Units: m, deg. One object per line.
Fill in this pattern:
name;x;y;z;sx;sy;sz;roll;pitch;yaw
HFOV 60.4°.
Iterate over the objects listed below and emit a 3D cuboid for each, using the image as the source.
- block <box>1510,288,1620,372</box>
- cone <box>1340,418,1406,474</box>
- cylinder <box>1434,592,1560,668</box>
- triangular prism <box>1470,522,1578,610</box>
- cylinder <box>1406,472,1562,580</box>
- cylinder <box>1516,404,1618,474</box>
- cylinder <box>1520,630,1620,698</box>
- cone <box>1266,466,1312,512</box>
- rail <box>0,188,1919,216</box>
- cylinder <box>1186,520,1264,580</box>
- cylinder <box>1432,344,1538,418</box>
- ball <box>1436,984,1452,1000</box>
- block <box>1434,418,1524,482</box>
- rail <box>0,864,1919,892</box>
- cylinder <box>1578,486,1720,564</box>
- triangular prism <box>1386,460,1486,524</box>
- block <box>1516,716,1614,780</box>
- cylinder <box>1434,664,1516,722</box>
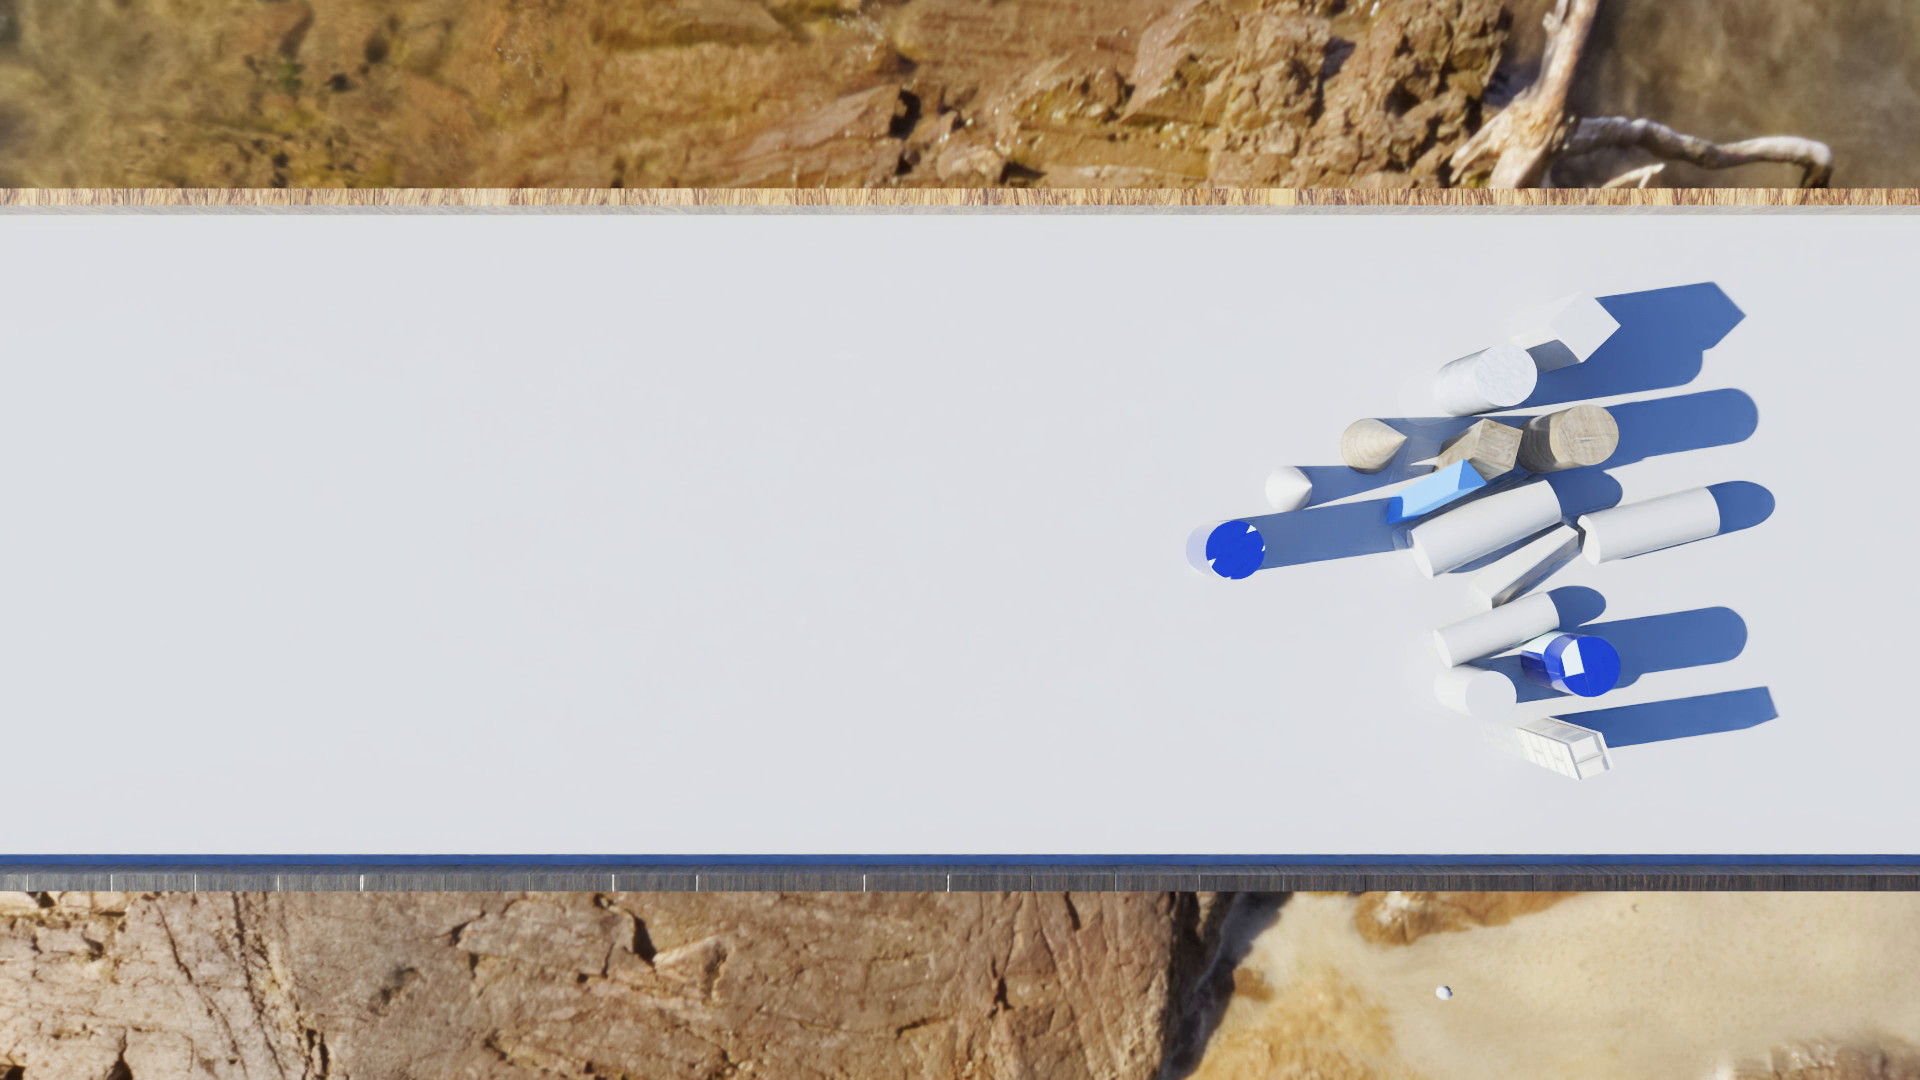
block;1.798;-0.619;4.913;0.149;0.327;0.149;-44;90;0
cone;1.258;-0.289;4.857;0.174;0.440;0.174;0;90;0
cylinder;1.629;0.272;5.014;0.346;0.124;0.124;-20;90;0
triangular prism;1.733;0.077;5.025;0.329;0.097;0.112;-37;90;0
cylinder;1.584;-0.042;4.995;0.423;0.164;0.164;-24;90;0
cylinder;1.792;-0.296;4.893;0.175;0.361;0.175;0;88;-1
cylinder;1.813;0.365;4.912;0.176;0.329;0.176;0;90;0
cone;1.012;-0.157;4.907;0.144;0.340;0.144;0;90;0
rail;-2.247;-1.025;5.002;12.000;0.150;0.050;0;90;0
cylinder;0.777;0.029;4.867;0.167;0.419;0.167;0;90;0
cylinder;1.544;-0.467;4.870;0.177;0.413;0.177;0;90;0
ball;7.540;7.051;25.692;0.229;0.229;0.229;0;90;0
block;1.529;-0.251;4.886;0.116;0.368;0.116;18;82;0
rail;-2.247;1.025;5.001;12.000;0.150;0.050;0;90;0
cylinder;2.084;-0.044;4.999;0.369;0.155;0.155;-14;90;0
triangular prism;1.392;-0.144;4.878;0.096;0.406;0.083;-11;80;-18
block;1.777;0.611;4.864;0.105;0.425;0.105;-20;90;0
cylinder;1.533;0.453;4.920;0.150;0.312;0.150;0;90;0
